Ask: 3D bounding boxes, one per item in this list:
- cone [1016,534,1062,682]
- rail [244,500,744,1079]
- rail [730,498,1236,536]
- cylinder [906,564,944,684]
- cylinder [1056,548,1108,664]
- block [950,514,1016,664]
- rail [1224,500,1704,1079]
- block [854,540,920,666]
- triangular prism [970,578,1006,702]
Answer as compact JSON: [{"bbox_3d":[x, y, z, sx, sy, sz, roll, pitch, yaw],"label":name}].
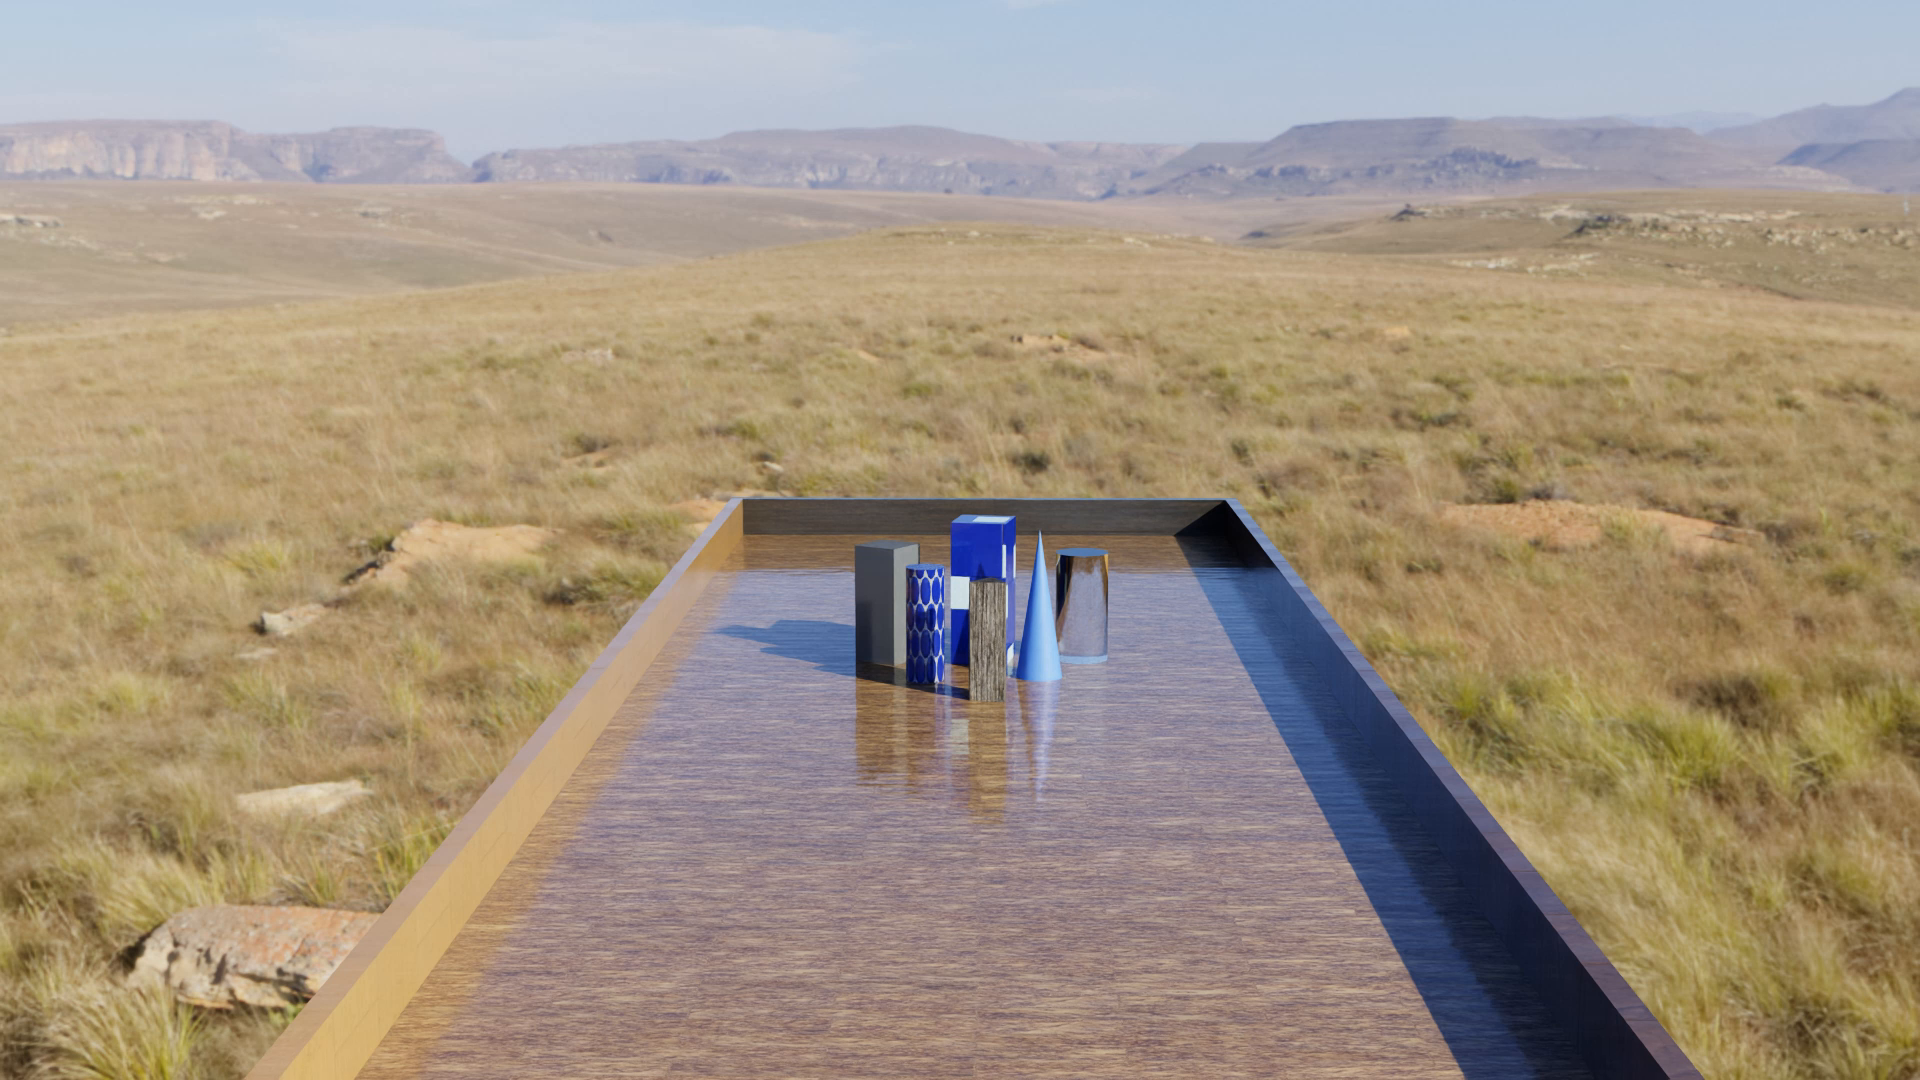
[{"bbox_3d":[0.233,0.185,6.441,0.136,0.439,0.136,0,9,0],"label":"cone"},{"bbox_3d":[-1.004,0.839,3.234,0.050,0.150,12.000,0,9,1],"label":"rail"},{"bbox_3d":[0.099,-0.098,9.147,2.100,0.150,0.050,0,9,1],"label":"rail"},{"bbox_3d":[-0.101,0.242,6.416,0.113,0.333,0.113,0,9,0],"label":"cylinder"},{"bbox_3d":[0.371,0.200,6.698,0.161,0.329,0.161,0,9,0],"label":"cylinder"},{"bbox_3d":[0.071,0.151,6.675,0.167,0.432,0.167,2,9,11],"label":"block"},{"bbox_3d":[1.046,0.843,3.208,0.050,0.150,12.000,0,9,1],"label":"rail"},{"bbox_3d":[-0.220,0.188,6.687,0.141,0.355,0.141,6,11,32],"label":"block"},{"bbox_3d":[0.083,0.278,6.179,0.102,0.337,0.089,1,9,9],"label":"triangular prism"}]
